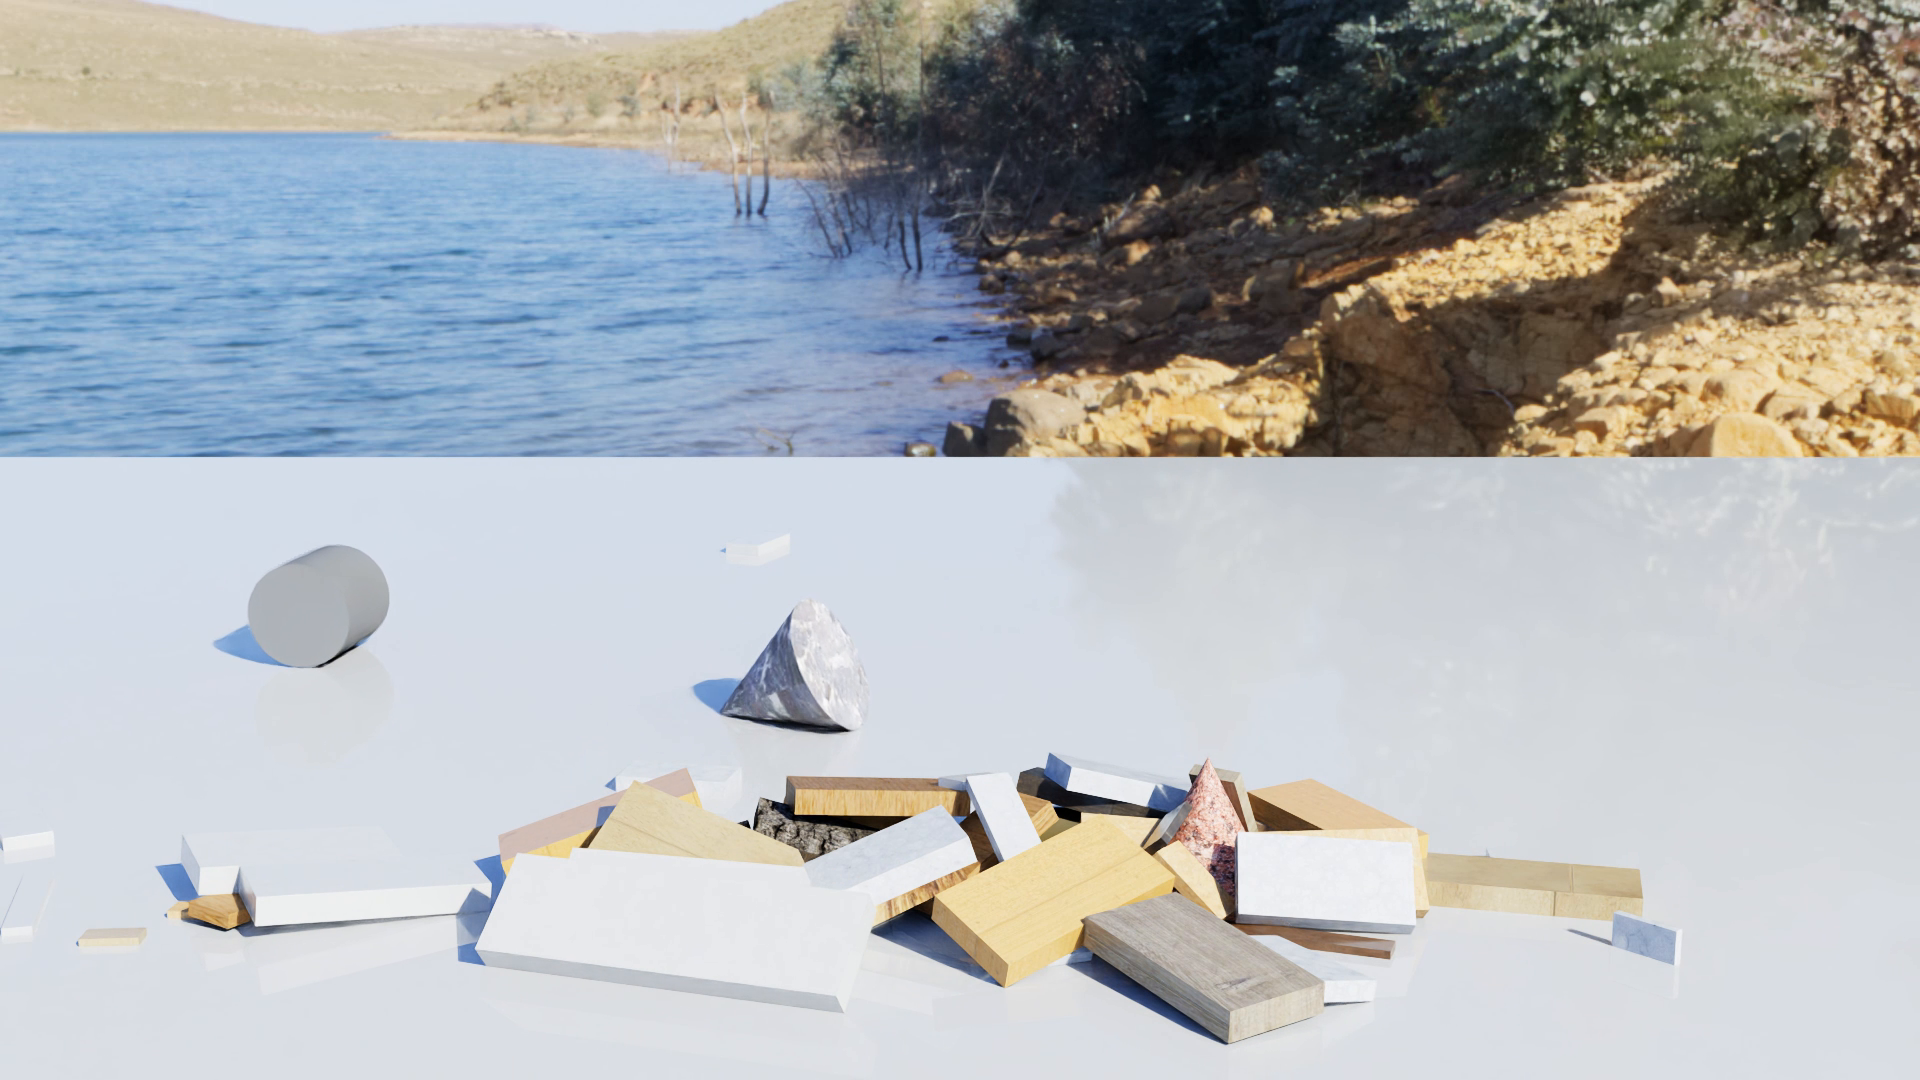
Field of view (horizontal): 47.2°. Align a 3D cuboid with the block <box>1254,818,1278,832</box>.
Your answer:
[{"bbox_3d":[0.615,0.514,3.870,0.299,0.042,0.149,12,17,33],"label":"block"}]

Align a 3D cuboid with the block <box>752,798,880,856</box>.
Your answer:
[{"bbox_3d":[-0.228,0.491,3.661,0.231,0.033,0.116,16,10,-6],"label":"block"}]

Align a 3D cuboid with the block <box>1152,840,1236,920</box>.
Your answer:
[{"bbox_3d":[0.377,0.550,3.518,0.147,0.021,0.073,46,29,19],"label":"block"}]

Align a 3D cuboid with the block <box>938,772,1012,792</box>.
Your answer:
[{"bbox_3d":[0.026,0.409,3.729,0.117,0.017,0.058,0,3,-44],"label":"block"}]

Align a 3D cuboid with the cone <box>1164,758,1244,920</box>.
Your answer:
[{"bbox_3d":[0.407,0.474,3.632,0.242,0.242,0.242,0,11,0],"label":"cone"}]

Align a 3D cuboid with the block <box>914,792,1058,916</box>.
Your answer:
[{"bbox_3d":[0.024,0.515,3.626,0.266,0.038,0.133,-39,26,-27],"label":"block"}]

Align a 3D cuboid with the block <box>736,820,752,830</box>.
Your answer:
[{"bbox_3d":[-0.435,0.514,3.652,0.174,0.025,0.087,-16,12,3],"label":"block"}]

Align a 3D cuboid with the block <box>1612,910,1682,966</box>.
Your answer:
[{"bbox_3d":[1.059,0.613,3.392,0.016,0.055,0.110,-9,14,-40],"label":"block"}]

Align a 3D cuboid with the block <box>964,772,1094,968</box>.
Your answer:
[{"bbox_3d":[0.106,0.518,3.505,0.073,0.021,0.409,-4,38,-19],"label":"block"}]

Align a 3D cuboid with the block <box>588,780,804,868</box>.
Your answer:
[{"bbox_3d":[-0.426,0.511,3.495,0.320,0.045,0.160,19,60,24],"label":"block"}]

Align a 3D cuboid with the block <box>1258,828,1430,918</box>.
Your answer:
[{"bbox_3d":[0.608,0.542,3.561,0.279,0.140,0.040,-1,-29,-5],"label":"block"}]

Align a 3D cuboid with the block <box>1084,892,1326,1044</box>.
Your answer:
[{"bbox_3d":[0.354,0.622,3.232,0.173,0.049,0.346,-9,19,-31],"label":"block"}]

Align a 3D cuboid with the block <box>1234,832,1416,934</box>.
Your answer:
[{"bbox_3d":[0.580,0.546,3.503,0.279,0.139,0.040,4,-31,0],"label":"block"}]

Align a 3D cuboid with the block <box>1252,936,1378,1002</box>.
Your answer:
[{"bbox_3d":[0.502,0.637,3.273,0.109,0.031,0.219,7,5,-34],"label":"block"}]

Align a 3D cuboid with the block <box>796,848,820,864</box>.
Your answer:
[{"bbox_3d":[-0.228,0.526,3.660,0.231,0.033,0.116,16,9,-4],"label":"block"}]

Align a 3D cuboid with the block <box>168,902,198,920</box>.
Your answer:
[{"bbox_3d":[-1.234,0.602,3.571,0.091,0.013,0.045,1,11,3],"label":"block"}]

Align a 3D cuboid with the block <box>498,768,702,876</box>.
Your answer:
[{"bbox_3d":[-0.599,0.474,3.663,0.333,0.042,0.147,-19,14,-10],"label":"block"}]

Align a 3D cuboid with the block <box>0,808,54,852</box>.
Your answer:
[{"bbox_3d":[-1.695,0.522,3.972,0.084,0.024,0.167,-6,12,-30],"label":"block"}]

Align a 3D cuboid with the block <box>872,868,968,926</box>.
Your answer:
[{"bbox_3d":[-0.114,0.562,3.524,0.231,0.033,0.116,-24,17,-15],"label":"block"}]

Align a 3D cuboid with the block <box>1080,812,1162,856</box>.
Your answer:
[{"bbox_3d":[0.263,0.542,3.524,0.133,0.038,0.266,5,32,-2],"label":"block"}]

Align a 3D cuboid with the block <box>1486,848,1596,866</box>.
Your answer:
[{"bbox_3d":[0.999,0.556,3.782,0.174,0.025,0.087,1,11,5],"label":"block"}]

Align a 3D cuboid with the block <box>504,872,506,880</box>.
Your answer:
[{"bbox_3d":[-0.588,0.524,3.638,0.330,0.047,0.165,-19,14,-8],"label":"block"}]

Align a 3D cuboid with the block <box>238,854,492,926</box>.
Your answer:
[{"bbox_3d":[-0.966,0.566,3.574,0.369,0.047,0.165,1,9,-27],"label":"block"}]

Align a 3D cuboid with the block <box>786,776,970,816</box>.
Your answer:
[{"bbox_3d":[-0.140,0.432,3.709,0.293,0.042,0.147,2,2,-11],"label":"block"}]

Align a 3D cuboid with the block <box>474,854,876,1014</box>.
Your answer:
[{"bbox_3d":[-0.428,0.585,3.297,0.585,0.049,0.173,3,49,18],"label":"block"}]

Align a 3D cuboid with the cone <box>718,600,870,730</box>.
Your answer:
[{"bbox_3d":[-0.402,0.322,4.744,0.299,0.299,0.299,-25,2,21],"label":"cone"}]

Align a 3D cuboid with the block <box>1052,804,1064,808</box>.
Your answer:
[{"bbox_3d":[0.180,0.512,3.952,0.072,0.020,0.143,-29,15,-6],"label":"block"}]

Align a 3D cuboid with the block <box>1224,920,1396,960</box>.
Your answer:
[{"bbox_3d":[0.481,0.621,3.465,0.400,0.014,0.048,4,11,20],"label":"block"}]

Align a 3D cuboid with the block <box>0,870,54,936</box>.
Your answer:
[{"bbox_3d":[-1.530,0.594,3.612,0.045,0.013,0.282,-3,11,-15],"label":"block"}]

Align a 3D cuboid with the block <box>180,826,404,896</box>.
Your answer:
[{"bbox_3d":[-1.118,0.535,3.686,0.330,0.047,0.165,1,12,-30],"label":"block"}]

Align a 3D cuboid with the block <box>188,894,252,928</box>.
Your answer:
[{"bbox_3d":[-1.158,0.587,3.570,0.084,0.024,0.167,12,11,24],"label":"block"}]

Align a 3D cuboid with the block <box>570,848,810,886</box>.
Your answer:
[{"bbox_3d":[-0.436,0.570,3.391,0.384,0.045,0.160,3,52,14],"label":"block"}]

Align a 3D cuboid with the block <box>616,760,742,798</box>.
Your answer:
[{"bbox_3d":[-0.544,0.464,4.264,0.219,0.031,0.109,2,11,11],"label":"block"}]

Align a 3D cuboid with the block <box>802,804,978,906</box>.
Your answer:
[{"bbox_3d":[-0.147,0.531,3.521,0.320,0.045,0.160,-22,17,-11],"label":"block"}]

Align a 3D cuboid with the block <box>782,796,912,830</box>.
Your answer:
[{"bbox_3d":[-0.149,0.503,3.804,0.293,0.042,0.147,3,-27,16],"label":"block"}]

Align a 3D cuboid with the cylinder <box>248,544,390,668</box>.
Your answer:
[{"bbox_3d":[-1.545,0.157,5.311,0.251,0.251,0.251,1,11,7],"label":"cylinder"}]

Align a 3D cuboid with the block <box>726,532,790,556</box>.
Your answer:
[{"bbox_3d":[-0.615,0.010,6.707,0.109,0.031,0.219,4,11,21],"label":"block"}]

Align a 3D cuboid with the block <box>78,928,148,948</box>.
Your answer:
[{"bbox_3d":[-1.330,0.624,3.453,0.091,0.013,0.045,-1,11,-5],"label":"block"}]

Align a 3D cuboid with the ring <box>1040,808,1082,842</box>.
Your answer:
[{"bbox_3d":[0.177,0.533,3.711,0.300,0.100,0.300,0,12,0],"label":"ring"}]

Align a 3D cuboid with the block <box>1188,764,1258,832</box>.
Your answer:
[{"bbox_3d":[0.454,0.476,3.707,0.087,0.227,0.025,8,42,35],"label":"block"}]

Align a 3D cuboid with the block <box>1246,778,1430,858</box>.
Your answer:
[{"bbox_3d":[0.648,0.490,3.797,0.149,0.042,0.299,-6,17,-32],"label":"block"}]

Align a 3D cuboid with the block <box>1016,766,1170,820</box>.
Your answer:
[{"bbox_3d":[0.241,0.449,3.797,0.266,0.038,0.133,14,2,15],"label":"block"}]

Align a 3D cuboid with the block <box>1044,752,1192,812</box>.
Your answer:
[{"bbox_3d":[0.298,0.423,3.783,0.279,0.040,0.140,13,2,-15],"label":"block"}]

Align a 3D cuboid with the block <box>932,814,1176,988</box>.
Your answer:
[{"bbox_3d":[0.146,0.553,3.401,0.347,0.049,0.173,-21,43,-35],"label":"block"}]

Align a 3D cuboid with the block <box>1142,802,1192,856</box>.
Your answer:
[{"bbox_3d":[0.335,0.470,3.564,0.055,0.016,0.110,-42,2,39],"label":"block"}]

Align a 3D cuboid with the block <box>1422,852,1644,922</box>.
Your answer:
[{"bbox_3d":[0.916,0.573,3.646,0.408,0.042,0.149,3,11,14],"label":"block"}]
